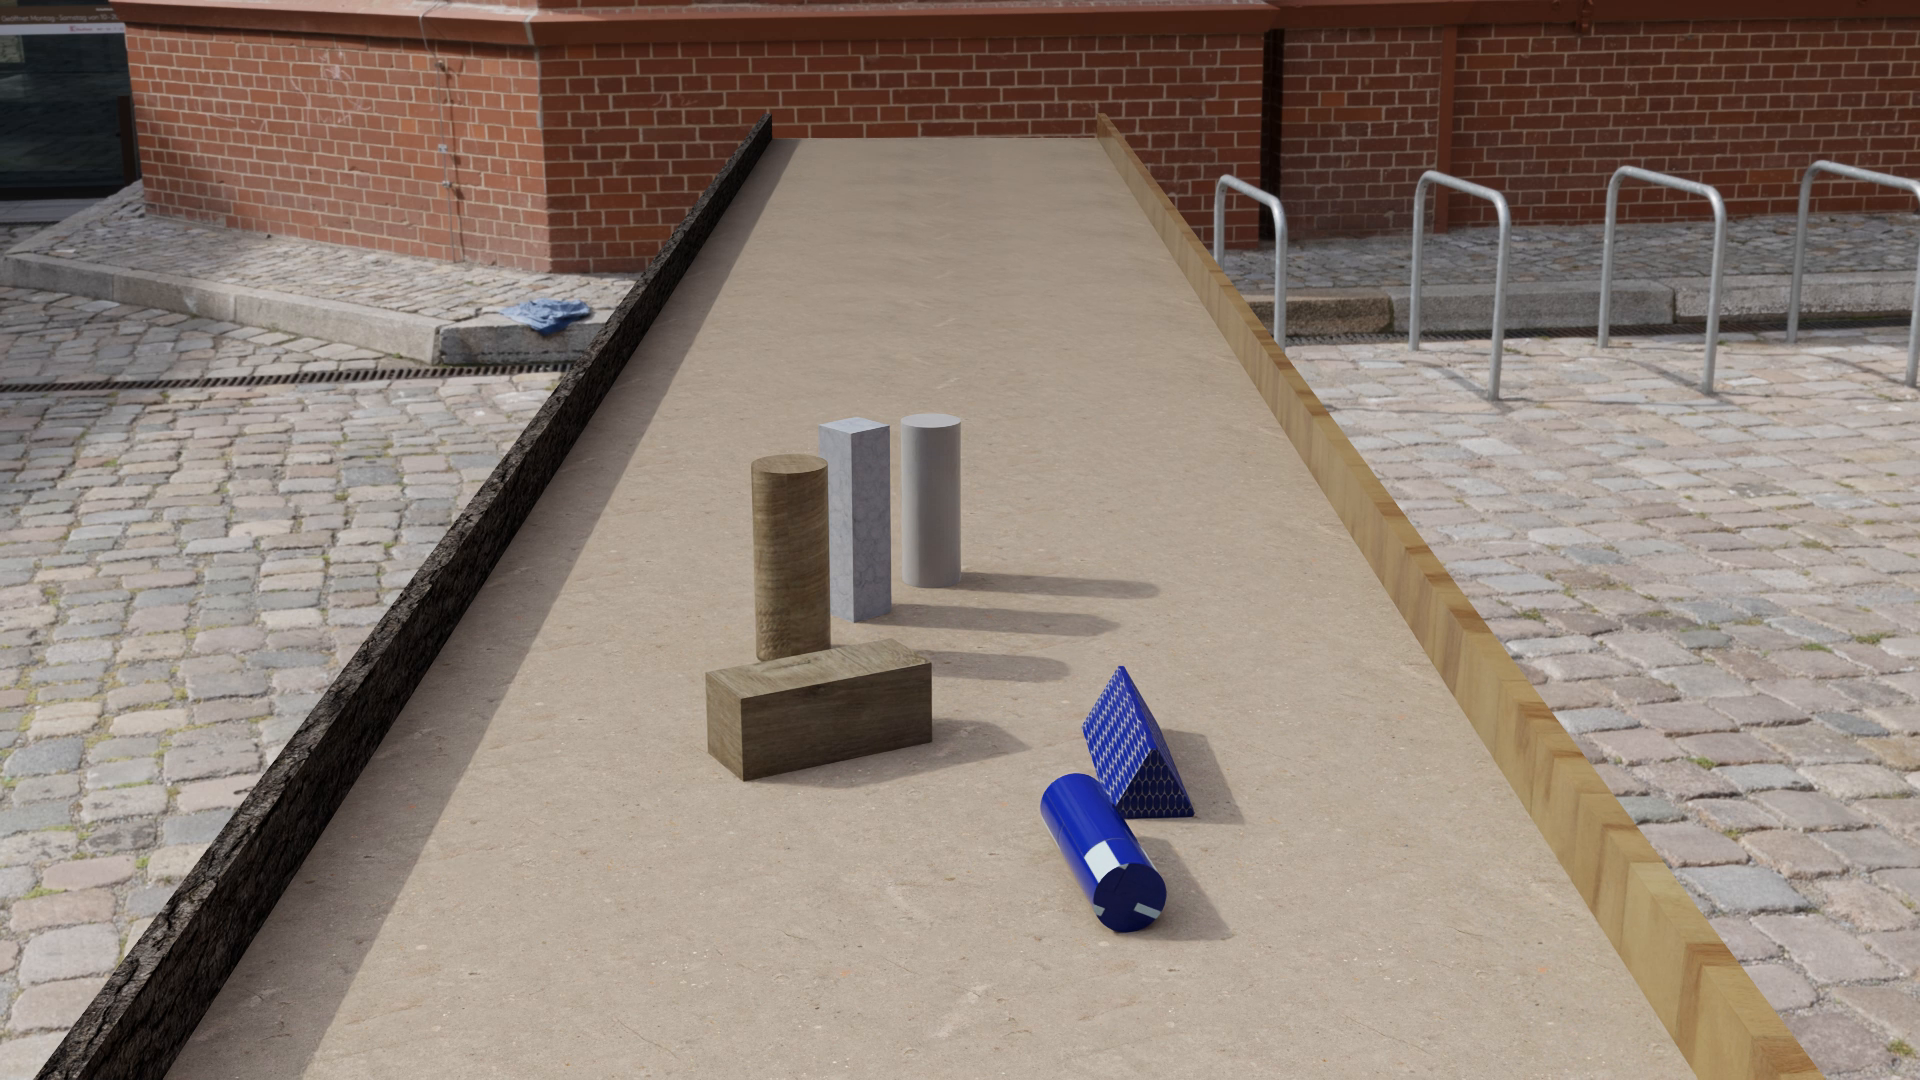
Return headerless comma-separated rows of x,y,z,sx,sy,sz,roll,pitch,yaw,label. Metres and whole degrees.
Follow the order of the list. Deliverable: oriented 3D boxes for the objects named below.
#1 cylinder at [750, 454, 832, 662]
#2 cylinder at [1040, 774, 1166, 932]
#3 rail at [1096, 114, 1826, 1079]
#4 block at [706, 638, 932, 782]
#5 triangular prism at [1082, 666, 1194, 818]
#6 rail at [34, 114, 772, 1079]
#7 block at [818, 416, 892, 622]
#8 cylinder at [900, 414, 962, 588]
-0.336,0.041,4.391,0.152,0.399,0.152,0,17,0,cylinder
0.218,0.480,3.415,0.112,0.112,0.348,-3,17,-11,cylinder
0.932,-0.844,7.801,0.050,0.150,12.000,0,17,-1,rail
-0.251,0.301,3.947,0.374,0.153,0.153,-9,19,-28,block
0.308,0.345,3.842,0.140,0.122,0.405,-1,17,-4,triangular prism
-1.118,-0.838,7.780,0.050,0.150,12.000,0,17,-1,rail
-0.221,-0.043,4.650,0.106,0.411,0.106,-15,22,-41,block
-0.064,-0.087,4.879,0.133,0.366,0.133,0,17,0,cylinder
